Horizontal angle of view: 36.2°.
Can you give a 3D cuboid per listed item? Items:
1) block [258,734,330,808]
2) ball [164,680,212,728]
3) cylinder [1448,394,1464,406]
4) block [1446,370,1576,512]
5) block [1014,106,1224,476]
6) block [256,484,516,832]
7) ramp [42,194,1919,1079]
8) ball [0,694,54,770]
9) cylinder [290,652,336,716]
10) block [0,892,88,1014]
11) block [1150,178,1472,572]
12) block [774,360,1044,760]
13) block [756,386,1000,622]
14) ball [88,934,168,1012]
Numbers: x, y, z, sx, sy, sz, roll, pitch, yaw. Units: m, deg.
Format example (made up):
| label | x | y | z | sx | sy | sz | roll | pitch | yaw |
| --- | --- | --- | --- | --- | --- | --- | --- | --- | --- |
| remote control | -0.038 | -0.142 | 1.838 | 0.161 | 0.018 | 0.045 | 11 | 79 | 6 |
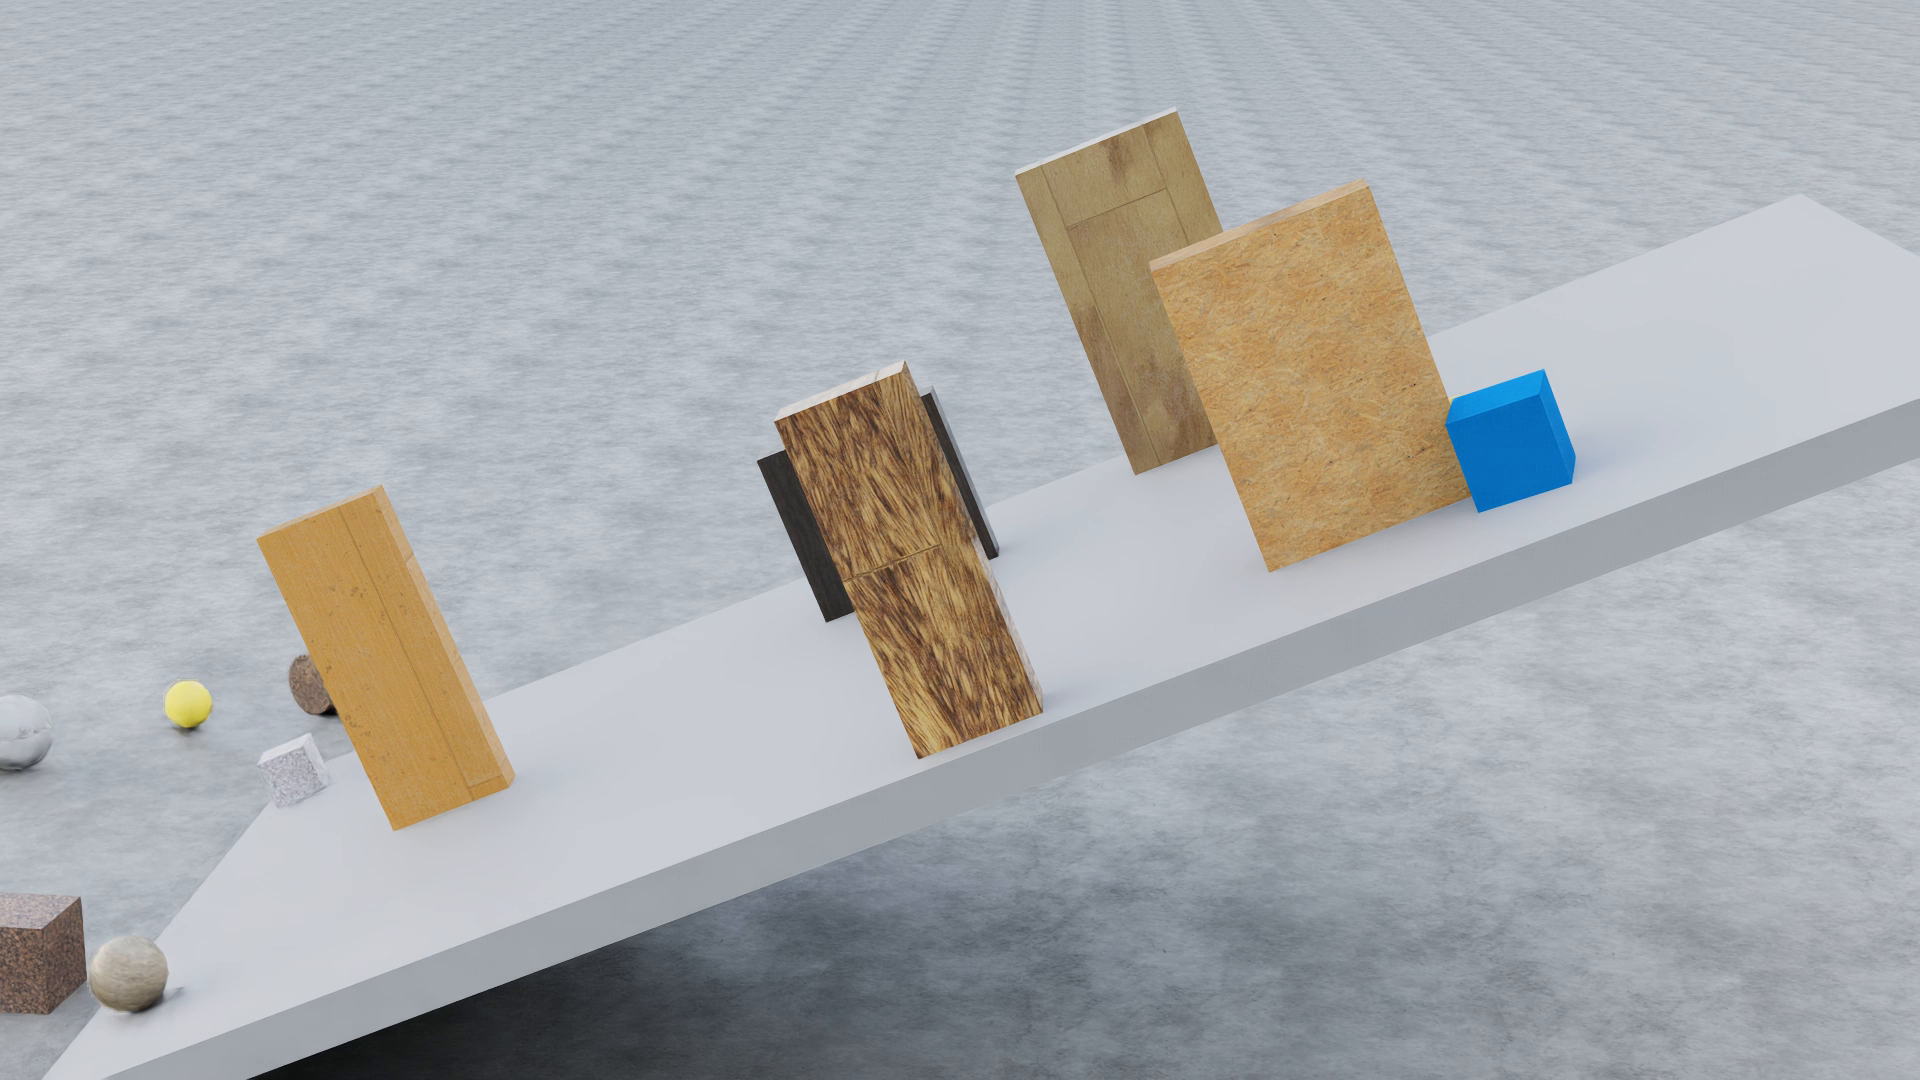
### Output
| label | x | y | z | sx | sy | sz | roll | pitch | yaw |
| --- | --- | --- | --- | --- | --- | --- | --- | --- | --- |
| block | -1.637 | 0.567 | 7.229 | 0.122 | 0.122 | 0.122 | -23 | 12 | 0 |
| ball | -2.150 | 0.457 | 8.195 | 0.130 | 0.130 | 0.130 | 0 | 14 | 0 |
| cylinder | 1.029 | -0.220 | 5.775 | 0.146 | 0.146 | 0.146 | -12 | 3 | 41 |
| block | 1.037 | -0.187 | 5.528 | 0.181 | 0.181 | 0.181 | -18 | 13 | 19 |
| block | 0.456 | -0.580 | 6.885 | 0.399 | 0.762 | 0.105 | -21 | 12 | 7 |
| block | -1.253 | 0.261 | 6.439 | 0.280 | 0.715 | 0.083 | -21 | 12 | 7 |
| ramp | 0.124 | 0.173 | 6.290 | 4.000 | 0.100 | 2.000 | -21 | 12 | 7 |
| ball | -2.515 | 0.512 | 7.824 | 0.201 | 0.201 | 0.201 | 0 | 14 | 0 |
| cylinder | -1.781 | 0.392 | 8.362 | 0.176 | 0.176 | 0.176 | 10 | 17 | 36 |
| block | -2.017 | 0.887 | 6.327 | 0.194 | 0.194 | 0.194 | 2 | 14 | 8 |
| block | 0.682 | -0.314 | 5.645 | 0.436 | 0.629 | 0.133 | -21 | 12 | 7 |
| block | -0.088 | 0.038 | 5.381 | 0.247 | 0.682 | 0.117 | -21 | 12 | 7 |
| block | -0.185 | -0.082 | 6.731 | 0.427 | 0.410 | 0.091 | -21 | 12 | 7 |
| ball | -1.666 | 0.869 | 5.894 | 0.154 | 0.154 | 0.154 | 0 | 14 | 0 |
